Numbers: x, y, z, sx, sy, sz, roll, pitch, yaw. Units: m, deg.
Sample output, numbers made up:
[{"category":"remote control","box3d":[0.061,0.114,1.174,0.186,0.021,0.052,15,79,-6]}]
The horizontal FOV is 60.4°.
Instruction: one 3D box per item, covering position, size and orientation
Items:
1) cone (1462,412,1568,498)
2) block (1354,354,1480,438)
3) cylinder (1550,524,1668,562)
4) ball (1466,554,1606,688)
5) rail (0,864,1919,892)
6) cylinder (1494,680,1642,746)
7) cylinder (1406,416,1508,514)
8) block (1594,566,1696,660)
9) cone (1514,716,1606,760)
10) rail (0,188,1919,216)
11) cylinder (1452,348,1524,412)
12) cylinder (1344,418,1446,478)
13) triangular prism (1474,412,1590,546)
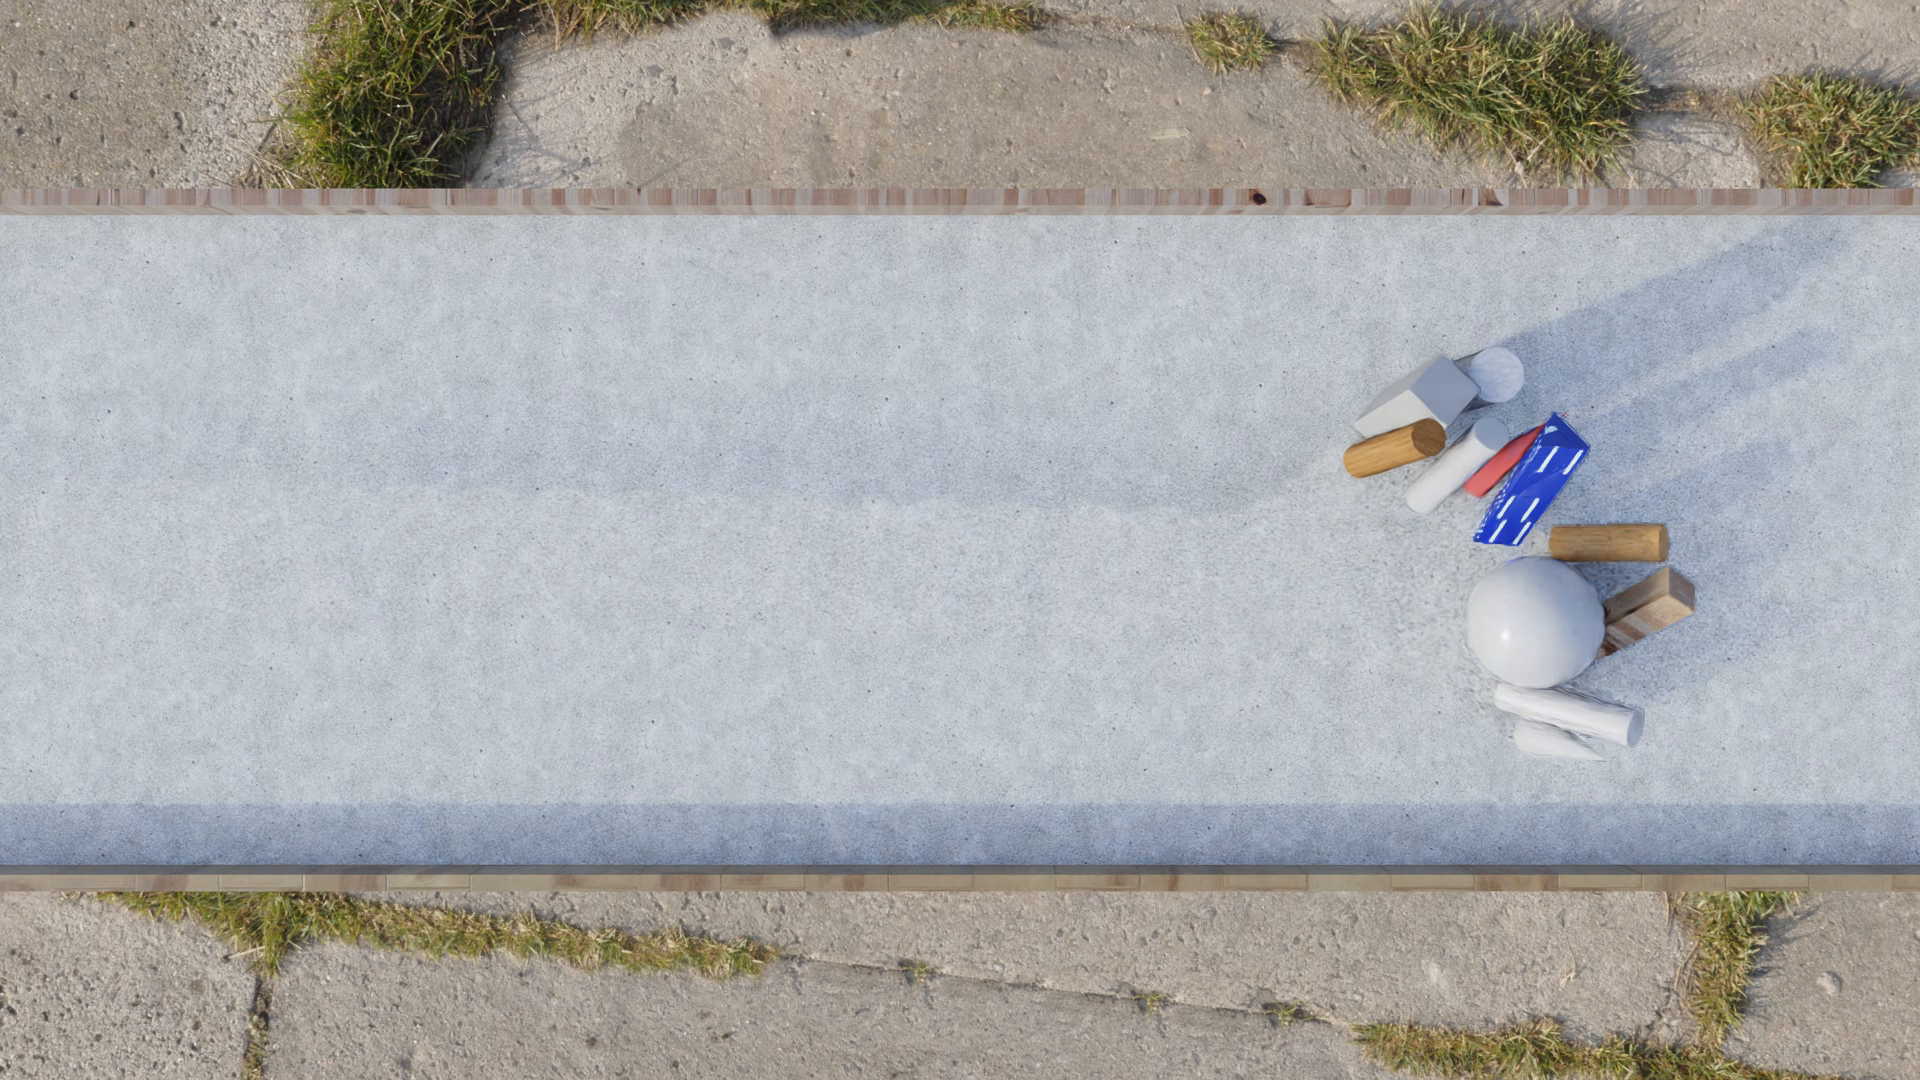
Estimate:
[{"category":"cone","box3d":[1.661,-0.275,4.902,0.113,0.113,0.386,45,134,0]},{"category":"block","box3d":[1.338,-0.390,4.861,0.152,0.406,0.152,44,76,0]},{"category":"cylinder","box3d":[1.941,0.012,4.938,0.312,0.112,0.112,0,90,37]},{"category":"ball","box3d":[1.699,0.241,4.876,0.394,0.394,0.394,0,90,0]},{"category":"rail","box3d":[-2.247,1.025,5.001,12.000,0.150,0.050,0,90,0]},{"category":"cylinder","box3d":[1.805,0.503,4.901,0.404,0.112,0.112,16,90,41]},{"category":"cylinder","box3d":[1.461,-0.215,4.868,0.107,0.418,0.107,6,64,-12]},{"category":"block","box3d":[1.996,0.222,4.896,0.105,0.361,0.105,31,50,-15]},{"category":"cone","box3d":[1.807,0.610,4.888,0.142,0.351,0.142,-2,97,-14]},{"category":"rail","box3d":[-2.247,-1.025,5.002,12.000,0.150,0.050,0,90,0]},{"category":"cylinder","box3d":[1.531,-0.471,4.893,0.159,0.367,0.159,0,90,0]},{"category":"cylinder","box3d":[1.274,-0.266,4.857,0.107,0.425,0.107,2,83,-13]},{"category":"triangular prism","box3d":[1.661,-0.176,4.850,0.147,0.458,0.127,5,53,-8]}]
